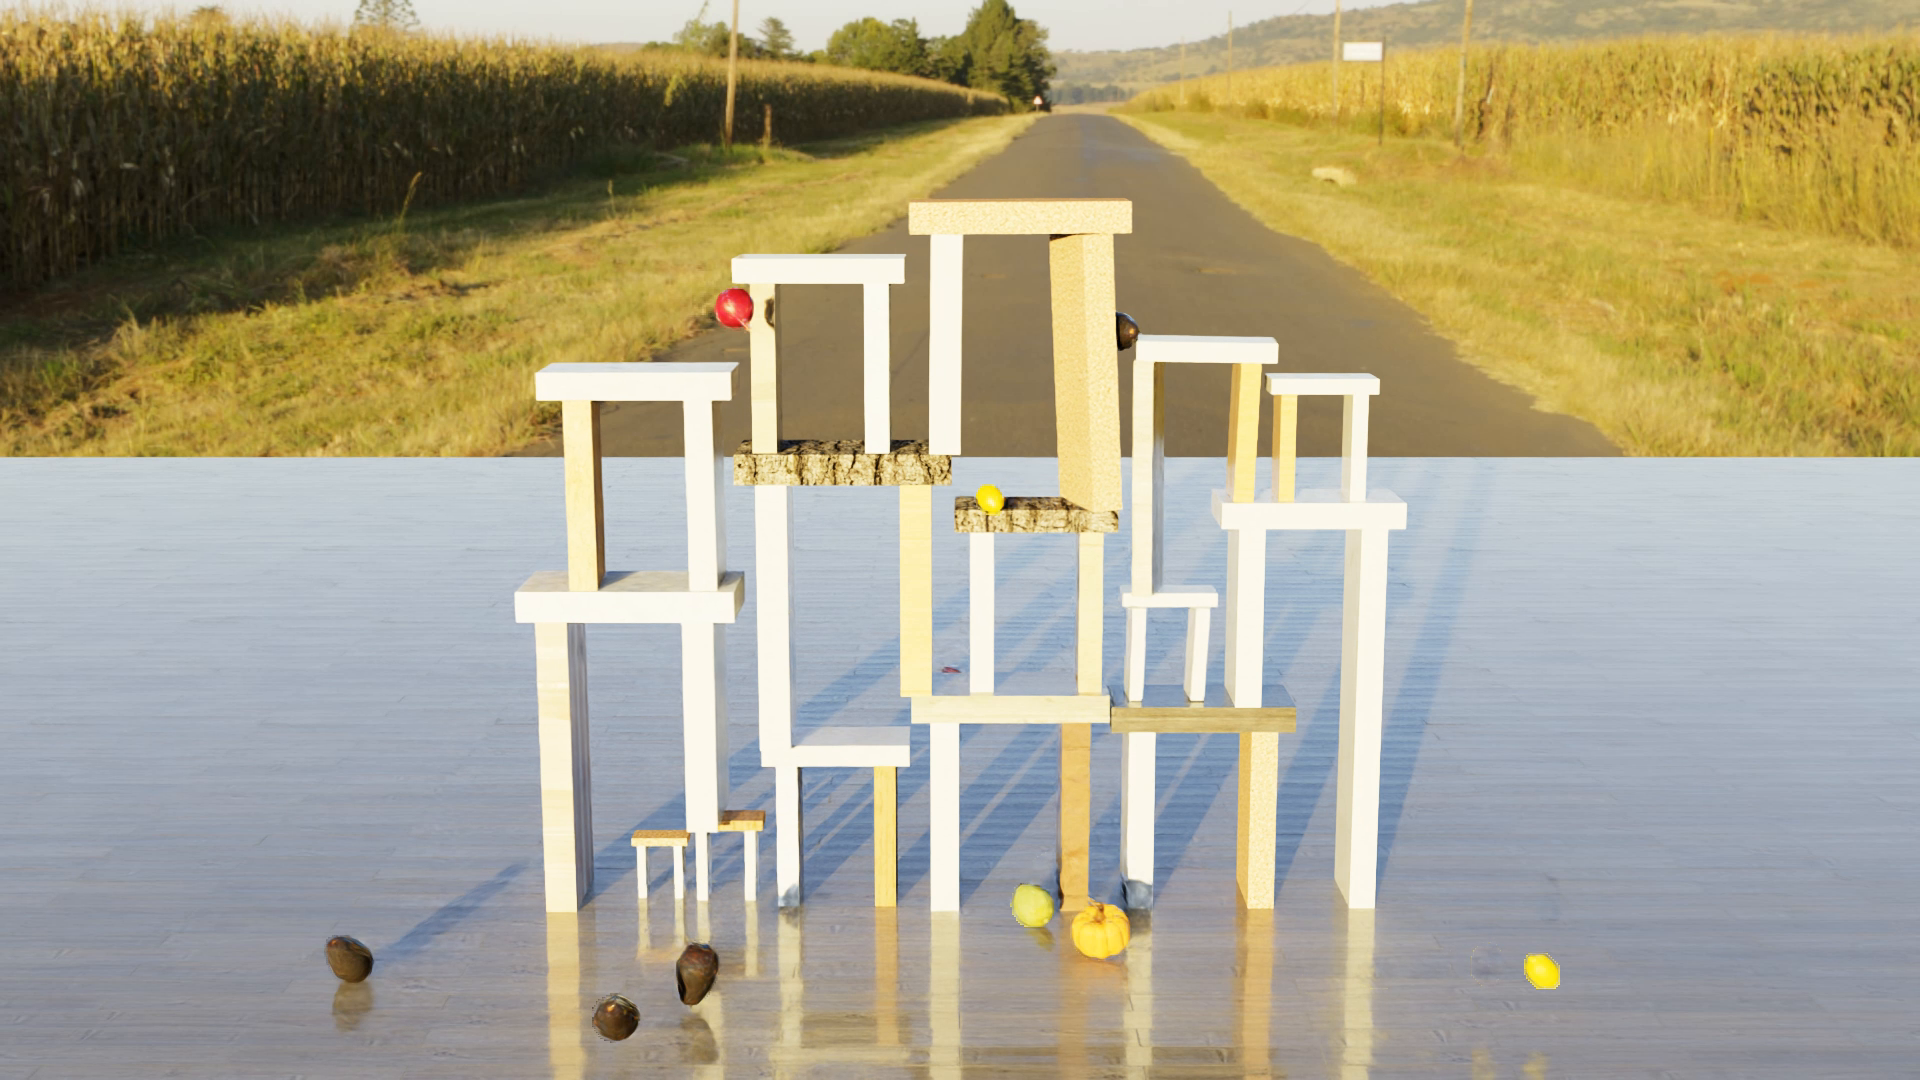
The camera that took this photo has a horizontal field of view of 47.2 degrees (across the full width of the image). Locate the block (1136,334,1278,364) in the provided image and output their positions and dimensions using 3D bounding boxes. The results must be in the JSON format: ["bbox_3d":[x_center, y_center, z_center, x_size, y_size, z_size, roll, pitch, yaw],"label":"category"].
[{"bbox_3d":[0.392,-0.304,3.502,0.220,0.031,0.110,1,11,4],"label":"block"}]

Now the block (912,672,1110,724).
[{"bbox_3d":[0.081,0.257,3.603,0.317,0.045,0.158,0,11,0],"label":"block"}]

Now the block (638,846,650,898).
[{"bbox_3d":[-0.526,0.546,3.660,0.013,0.091,0.045,0,11,0],"label":"block"}]

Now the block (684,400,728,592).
[{"bbox_3d":[-0.409,-0.082,3.540,0.043,0.304,0.152,-1,11,0],"label":"block"}]

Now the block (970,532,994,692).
[{"bbox_3d":[0.035,0.105,3.584,0.037,0.261,0.130,0,11,0],"label":"block"}]

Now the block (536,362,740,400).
[{"bbox_3d":[-0.511,-0.254,3.511,0.304,0.043,0.152,0,11,0],"label":"block"}]

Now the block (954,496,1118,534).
[{"bbox_3d":[0.122,-0.041,3.557,0.261,0.037,0.130,0,11,0],"label":"block"}]

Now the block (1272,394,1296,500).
[{"bbox_3d":[0.520,-0.154,3.529,0.024,0.170,0.085,0,11,0],"label":"block"}]

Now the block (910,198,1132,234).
[{"bbox_3d":[0.093,-0.511,3.466,0.342,0.048,0.171,0,11,0],"label":"block"}]

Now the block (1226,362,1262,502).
[{"bbox_3d":[0.454,-0.179,3.522,0.031,0.220,0.110,2,11,0],"label":"block"}]

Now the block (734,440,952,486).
[{"bbox_3d":[-0.184,-0.125,3.533,0.342,0.048,0.171,0,11,0],"label":"block"}]

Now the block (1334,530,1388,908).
[{"bbox_3d":[0.658,0.279,3.614,0.041,0.631,0.146,0,11,0],"label":"block"}]

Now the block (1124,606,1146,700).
[{"bbox_3d":[0.286,0.180,3.598,0.022,0.152,0.076,1,10,-3],"label":"block"}]

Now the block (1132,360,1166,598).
[{"bbox_3d":[0.305,-0.104,3.553,0.031,0.380,0.110,2,10,15],"label":"block"}]

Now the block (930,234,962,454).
[{"bbox_3d":[-0.022,-0.318,3.500,0.048,0.342,0.171,1,11,0],"label":"block"}]

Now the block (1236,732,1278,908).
[{"bbox_3d":[0.492,0.443,3.646,0.042,0.297,0.149,0,11,0],"label":"block"}]

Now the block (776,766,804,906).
[{"bbox_3d":[-0.281,0.473,3.646,0.034,0.238,0.119,0,11,0],"label":"block"}]

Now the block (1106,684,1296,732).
[{"bbox_3d":[0.393,0.277,3.615,0.297,0.042,0.149,0,11,0],"label":"block"}]

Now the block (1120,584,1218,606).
[{"bbox_3d":[0.341,0.091,3.599,0.152,0.022,0.076,0,9,1],"label":"block"}]

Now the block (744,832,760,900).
[{"bbox_3d":[-0.346,0.532,3.656,0.017,0.120,0.060,0,11,0],"label":"block"}]

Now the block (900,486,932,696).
[{"bbox_3d":[-0.070,0.067,3.570,0.048,0.342,0.171,0,11,0],"label":"block"}]

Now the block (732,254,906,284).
[{"bbox_3d":[-0.220,-0.429,3.474,0.266,0.038,0.133,0,11,0],"label":"block"}]

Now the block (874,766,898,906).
[{"bbox_3d":[-0.122,0.473,3.646,0.034,0.239,0.119,0,11,0],"label":"block"}]

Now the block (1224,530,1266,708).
[{"bbox_3d":[0.464,0.113,3.583,0.041,0.292,0.146,0,11,0],"label":"block"}]

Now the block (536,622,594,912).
[{"bbox_3d":[-0.650,0.353,3.623,0.049,0.483,0.173,0,11,0],"label":"block"}]

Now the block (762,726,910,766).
[{"bbox_3d":[-0.202,0.339,3.620,0.239,0.034,0.119,0,11,0],"label":"block"}]

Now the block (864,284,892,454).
[{"bbox_3d":[-0.130,-0.280,3.503,0.038,0.266,0.133,0,11,0],"label":"block"}]

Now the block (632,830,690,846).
[{"bbox_3d":[-0.496,0.494,3.650,0.091,0.013,0.045,0,11,0],"label":"block"}]

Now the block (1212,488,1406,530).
[{"bbox_3d":[0.561,-0.051,3.553,0.292,0.041,0.146,0,11,0],"label":"block"}]

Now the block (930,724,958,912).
[{"bbox_3d":[-0.025,0.435,3.636,0.045,0.317,0.158,0,11,0],"label":"block"}]

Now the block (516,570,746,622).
[{"bbox_3d":[-0.532,0.091,3.574,0.347,0.049,0.173,0,11,0],"label":"block"}]

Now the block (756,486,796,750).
[{"bbox_3d":[-0.298,0.111,3.576,0.048,0.431,0.171,0,11,-1],"label":"block"}]

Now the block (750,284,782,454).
[{"bbox_3d":[-0.308,-0.280,3.503,0.038,0.266,0.133,0,11,0],"label":"block"}]

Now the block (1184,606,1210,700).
[{"bbox_3d":[0.388,0.179,3.601,0.022,0.152,0.076,2,10,-3],"label":"block"}]

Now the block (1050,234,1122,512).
[{"bbox_3d":[0.200,-0.274,3.512,0.048,0.434,0.171,-6,12,-15],"label":"block"}]

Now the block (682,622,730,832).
[{"bbox_3d":[-0.416,0.286,3.609,0.049,0.346,0.173,0,11,1],"label":"block"}]

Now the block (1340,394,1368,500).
[{"bbox_3d":[0.633,-0.154,3.529,0.024,0.170,0.085,0,11,0],"label":"block"}]

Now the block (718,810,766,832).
[{"bbox_3d":[-0.385,0.465,3.642,0.120,0.017,0.060,0,11,0],"label":"block"}]

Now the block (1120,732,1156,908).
[{"bbox_3d":[0.294,0.443,3.646,0.042,0.297,0.149,0,11,0],"label":"block"}]

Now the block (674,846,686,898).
[{"bbox_3d":[-0.466,0.546,3.660,0.013,0.091,0.045,0,11,0],"label":"block"}]

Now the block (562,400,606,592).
[{"bbox_3d":[-0.604,-0.082,3.540,0.043,0.304,0.152,-1,11,-4],"label":"block"}]

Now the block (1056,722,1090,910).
[{"bbox_3d":[0.187,0.435,3.636,0.045,0.317,0.158,0,11,0],"label":"block"}]

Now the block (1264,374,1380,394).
[{"bbox_3d":[0.577,-0.249,3.511,0.170,0.024,0.085,0,11,0],"label":"block"}]

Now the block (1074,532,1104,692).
[{"bbox_3d":[0.209,0.105,3.584,0.037,0.261,0.130,0,11,0],"label":"block"}]

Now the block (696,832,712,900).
[{"bbox_3d":[-0.426,0.532,3.656,0.017,0.120,0.060,0,11,0],"label":"block"}]
